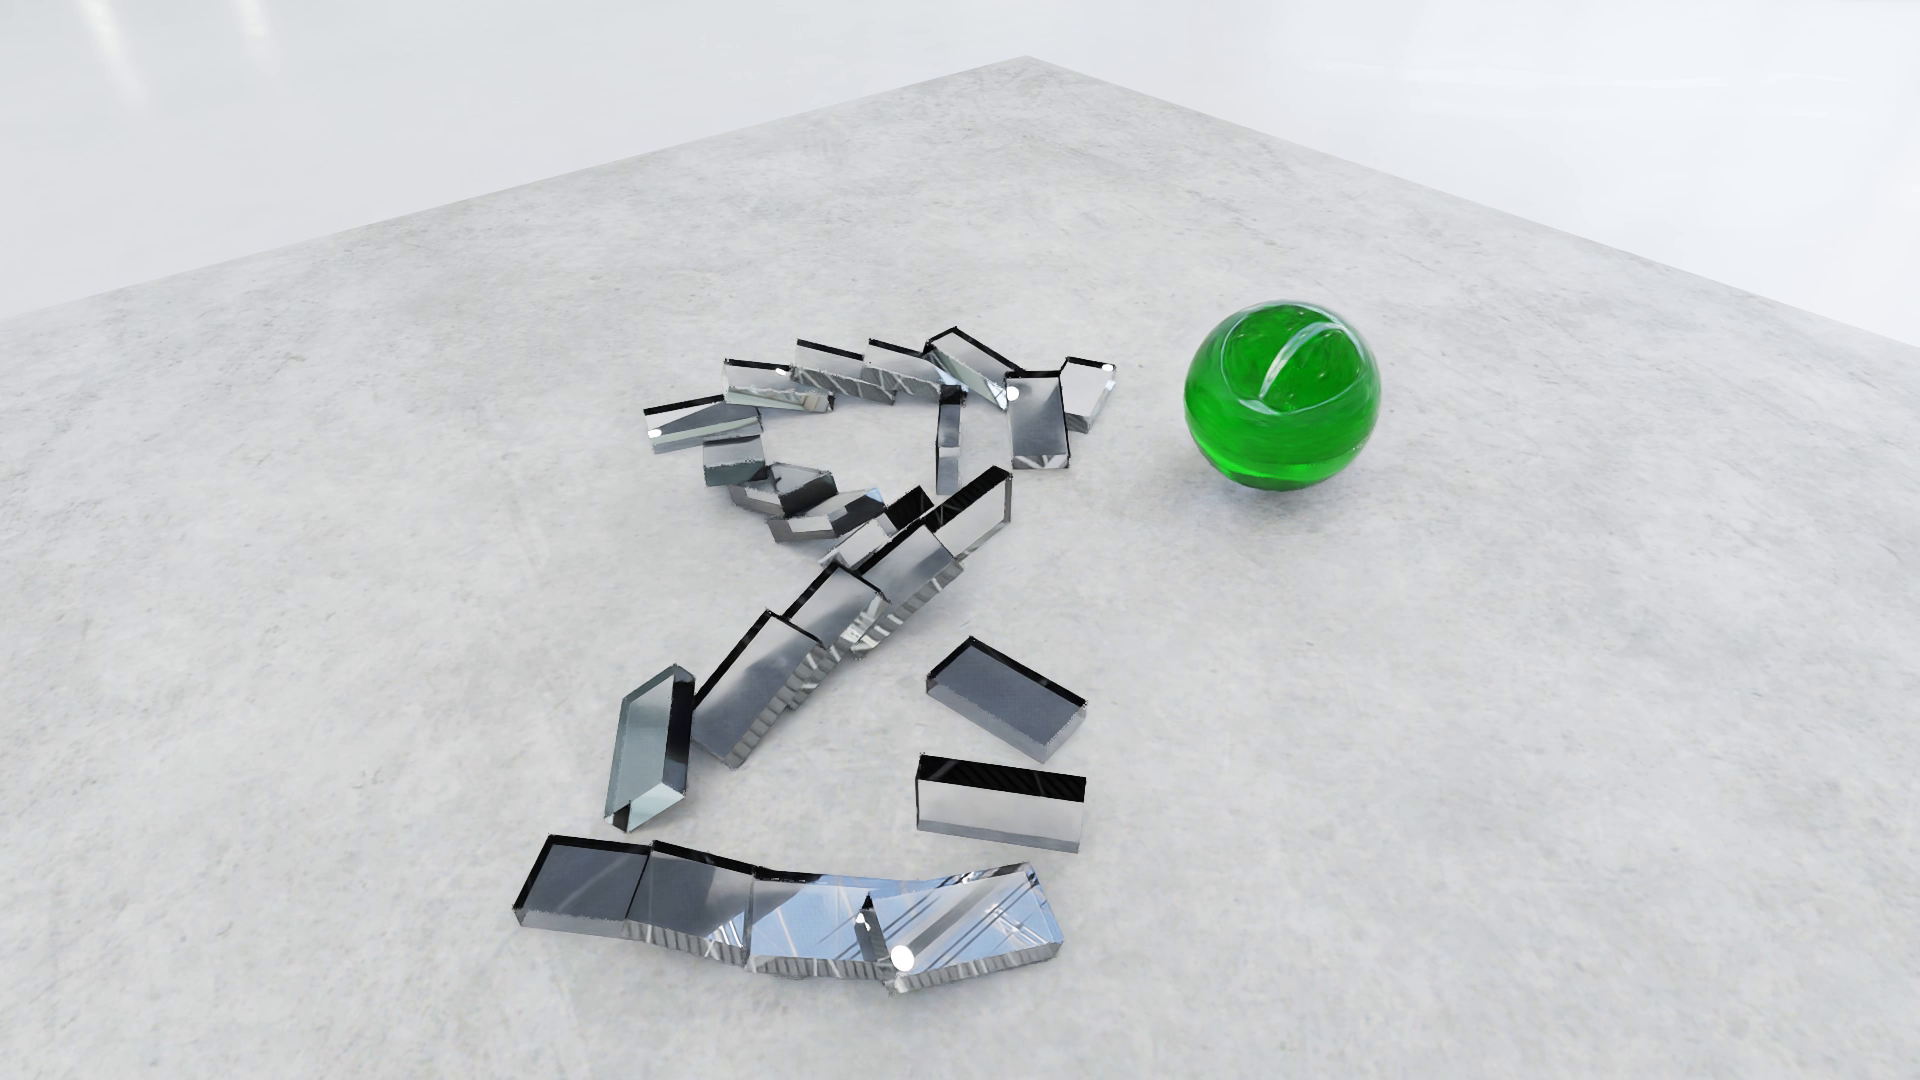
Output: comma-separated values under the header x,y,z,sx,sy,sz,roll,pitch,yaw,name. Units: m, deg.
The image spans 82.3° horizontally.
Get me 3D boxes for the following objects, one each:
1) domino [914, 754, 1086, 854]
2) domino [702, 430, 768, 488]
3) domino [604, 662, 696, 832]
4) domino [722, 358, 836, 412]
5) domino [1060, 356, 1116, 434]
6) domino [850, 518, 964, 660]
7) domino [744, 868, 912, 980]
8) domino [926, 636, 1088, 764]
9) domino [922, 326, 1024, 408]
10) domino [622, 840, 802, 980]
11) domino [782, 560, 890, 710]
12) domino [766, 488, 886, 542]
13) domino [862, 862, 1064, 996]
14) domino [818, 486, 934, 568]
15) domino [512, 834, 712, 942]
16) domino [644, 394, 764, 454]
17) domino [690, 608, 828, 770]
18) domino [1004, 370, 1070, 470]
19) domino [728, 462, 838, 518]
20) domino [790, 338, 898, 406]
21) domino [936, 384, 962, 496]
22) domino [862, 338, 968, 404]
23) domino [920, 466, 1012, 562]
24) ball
x,y,z,sx,sy,sz,roll,pitch,yaw,name
0.012,0.080,0.333,0.050,0.025,0.010,6,40,8,domino
-0.097,-0.036,0.474,0.025,0.010,0.050,-8,20,-10,domino
-0.099,0.066,0.353,0.025,0.009,0.050,-33,36,18,domino
-0.087,-0.073,0.523,0.050,0.010,0.025,3,37,-21,domino
0.057,-0.070,0.529,0.025,0.009,0.050,14,41,16,domino
-0.026,0.017,0.403,0.050,0.009,0.025,-40,56,-4,domino
-0.033,0.106,0.303,0.050,0.010,0.025,9,40,-14,domino
0.016,0.054,0.377,0.050,0.009,0.025,27,46,29,domino
0.009,-0.084,0.534,0.050,0.009,0.025,34,40,16,domino
-0.065,0.103,0.307,0.050,0.009,0.025,16,39,-6,domino
-0.051,0.033,0.389,0.025,0.010,0.050,31,70,32,domino
-0.053,-0.010,0.435,0.025,0.010,0.050,-32,17,-33,domino
0.001,0.106,0.302,0.050,0.010,0.025,-2,44,-26,domino
-0.033,-0.002,0.419,0.025,0.050,0.009,-37,92,-37,domino
-0.100,0.101,0.320,0.050,0.010,0.025,5,40,6,domino
-0.119,-0.055,0.511,0.050,0.009,0.025,-14,41,-16,domino
-0.070,0.050,0.370,0.025,0.009,0.050,25,65,28,domino
0.035,-0.055,0.500,0.025,0.010,0.050,-2,56,-2,domino
-0.074,-0.021,0.454,0.025,0.010,0.050,-27,22,-29,domino
-0.056,-0.081,0.531,0.050,0.009,0.025,12,36,-13,domino
-0.005,-0.045,0.486,0.010,0.025,0.050,1,39,1,domino
-0.021,-0.081,0.530,0.050,0.009,0.025,14,38,-11,domino
0.002,-0.007,0.440,0.010,0.025,0.050,27,47,29,domino
0.134,-0.060,0.461,0.080,0.080,0.080,0,39,0,ball
